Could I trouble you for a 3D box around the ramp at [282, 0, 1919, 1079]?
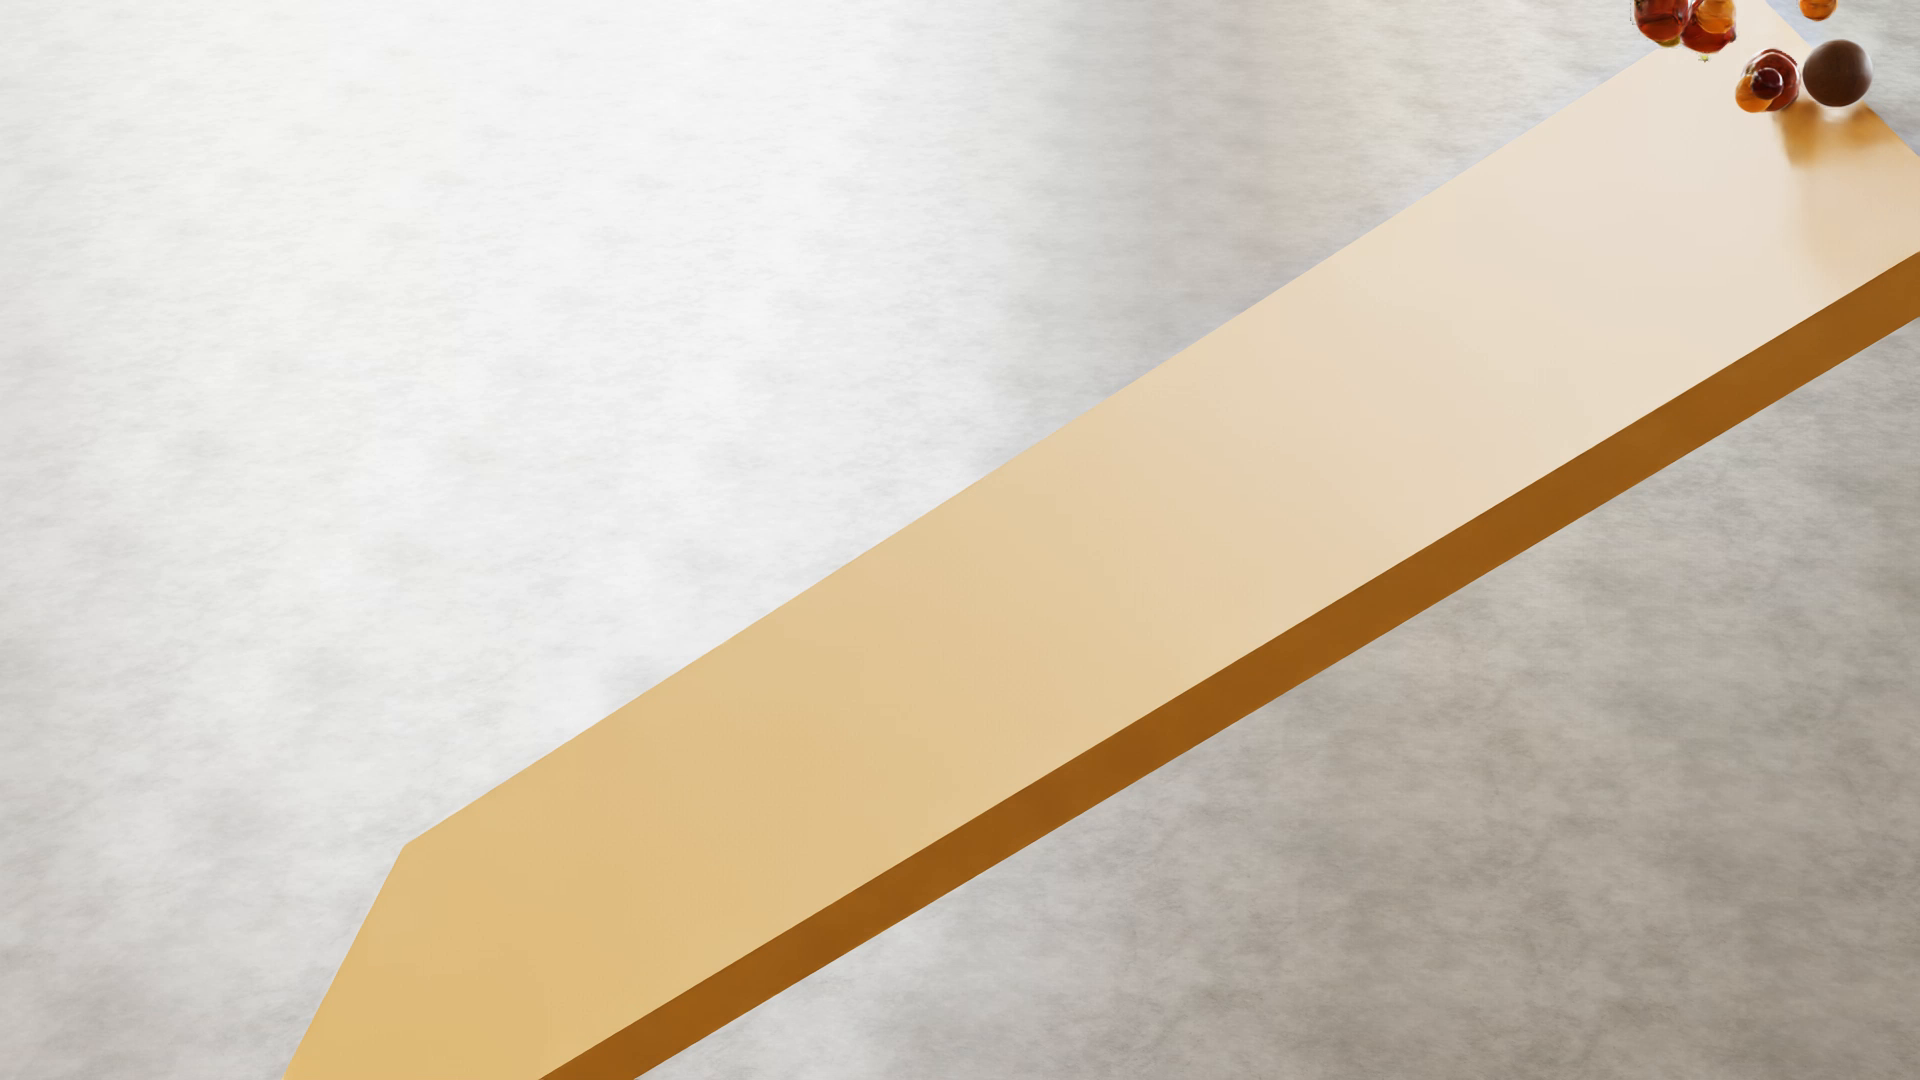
[{"bbox_3d":[0.136,0.174,6.305,4.000,0.100,2.000,-32,16,15],"label":"ramp"}]
